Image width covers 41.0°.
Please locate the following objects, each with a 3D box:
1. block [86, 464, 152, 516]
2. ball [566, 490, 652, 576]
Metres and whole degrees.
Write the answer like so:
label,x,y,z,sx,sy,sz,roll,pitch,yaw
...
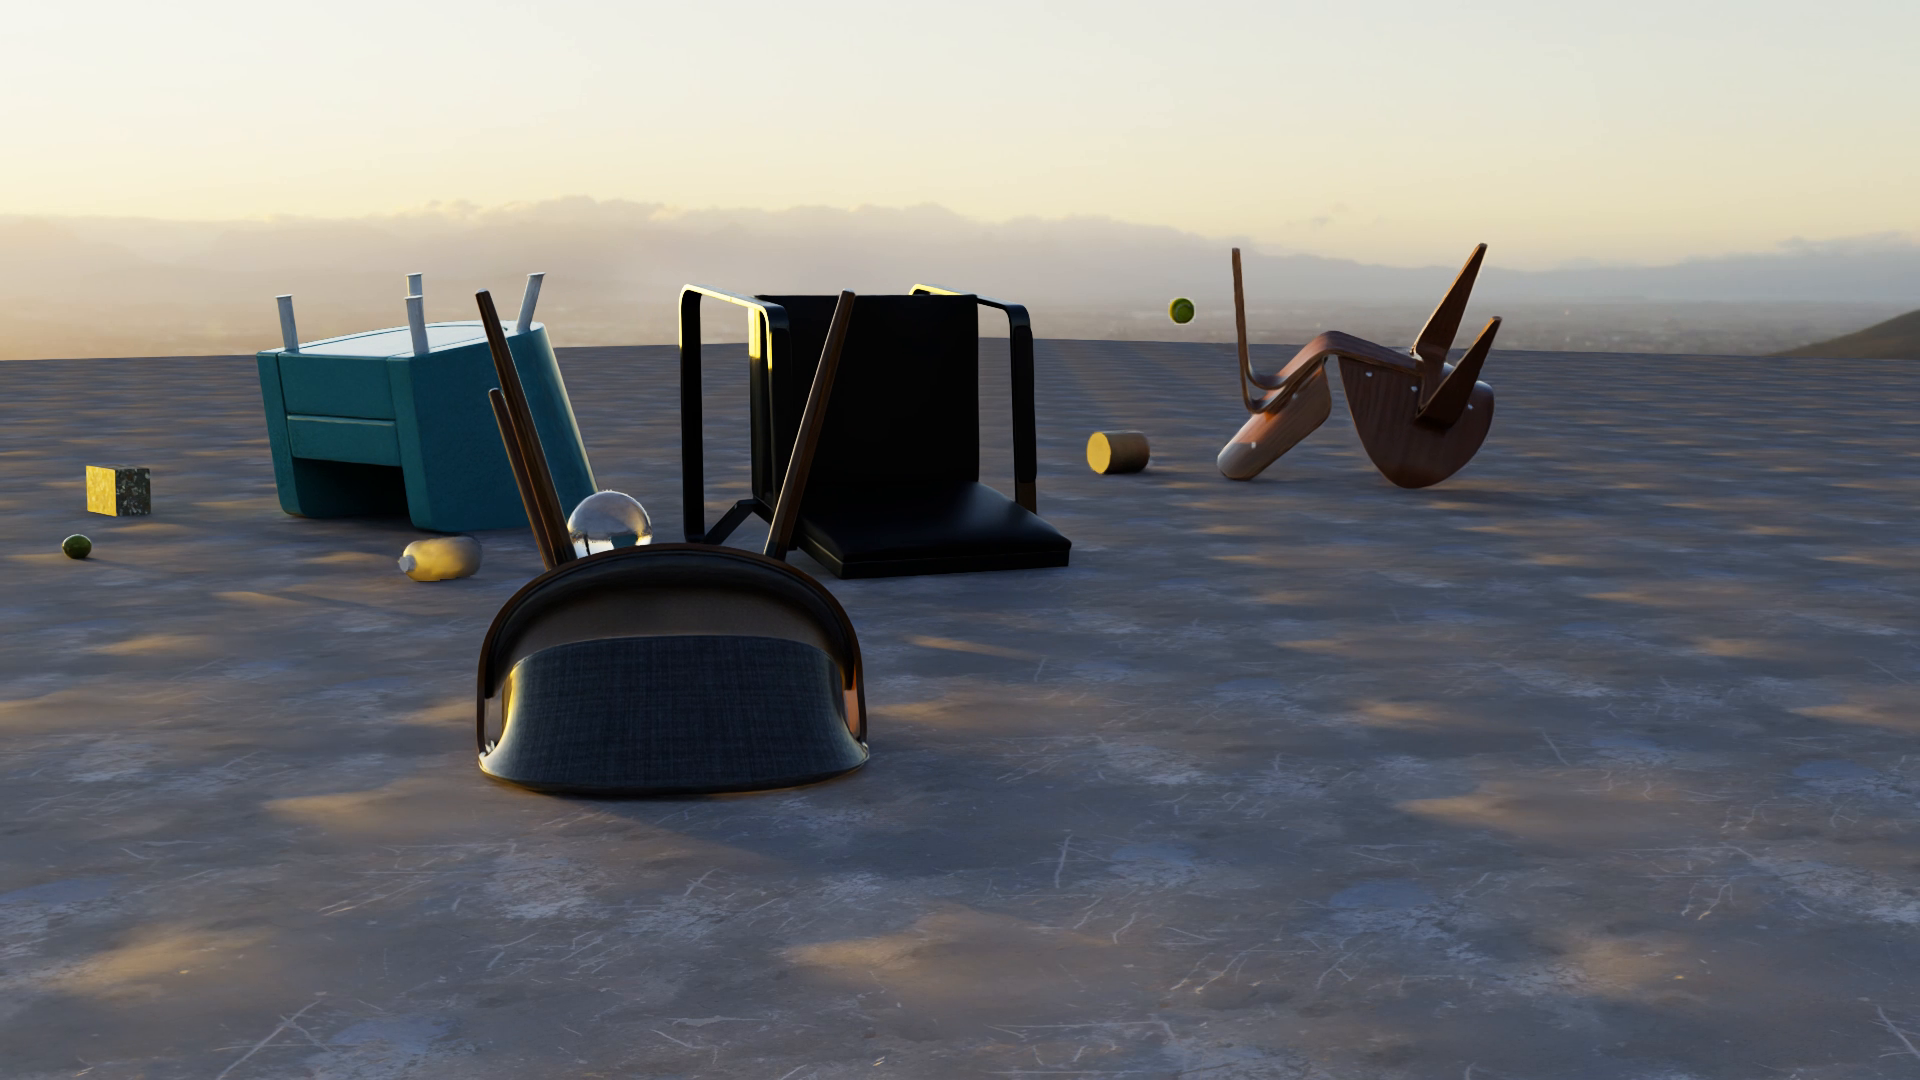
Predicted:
label,x,y,z,sx,sy,sz,roll,pitch,yaw
block,-2.346,-0.140,7.153,0.099,0.127,0.209,-5,8,-39
ball,-0.769,-0.013,5.625,0.188,0.188,0.188,0,6,0
